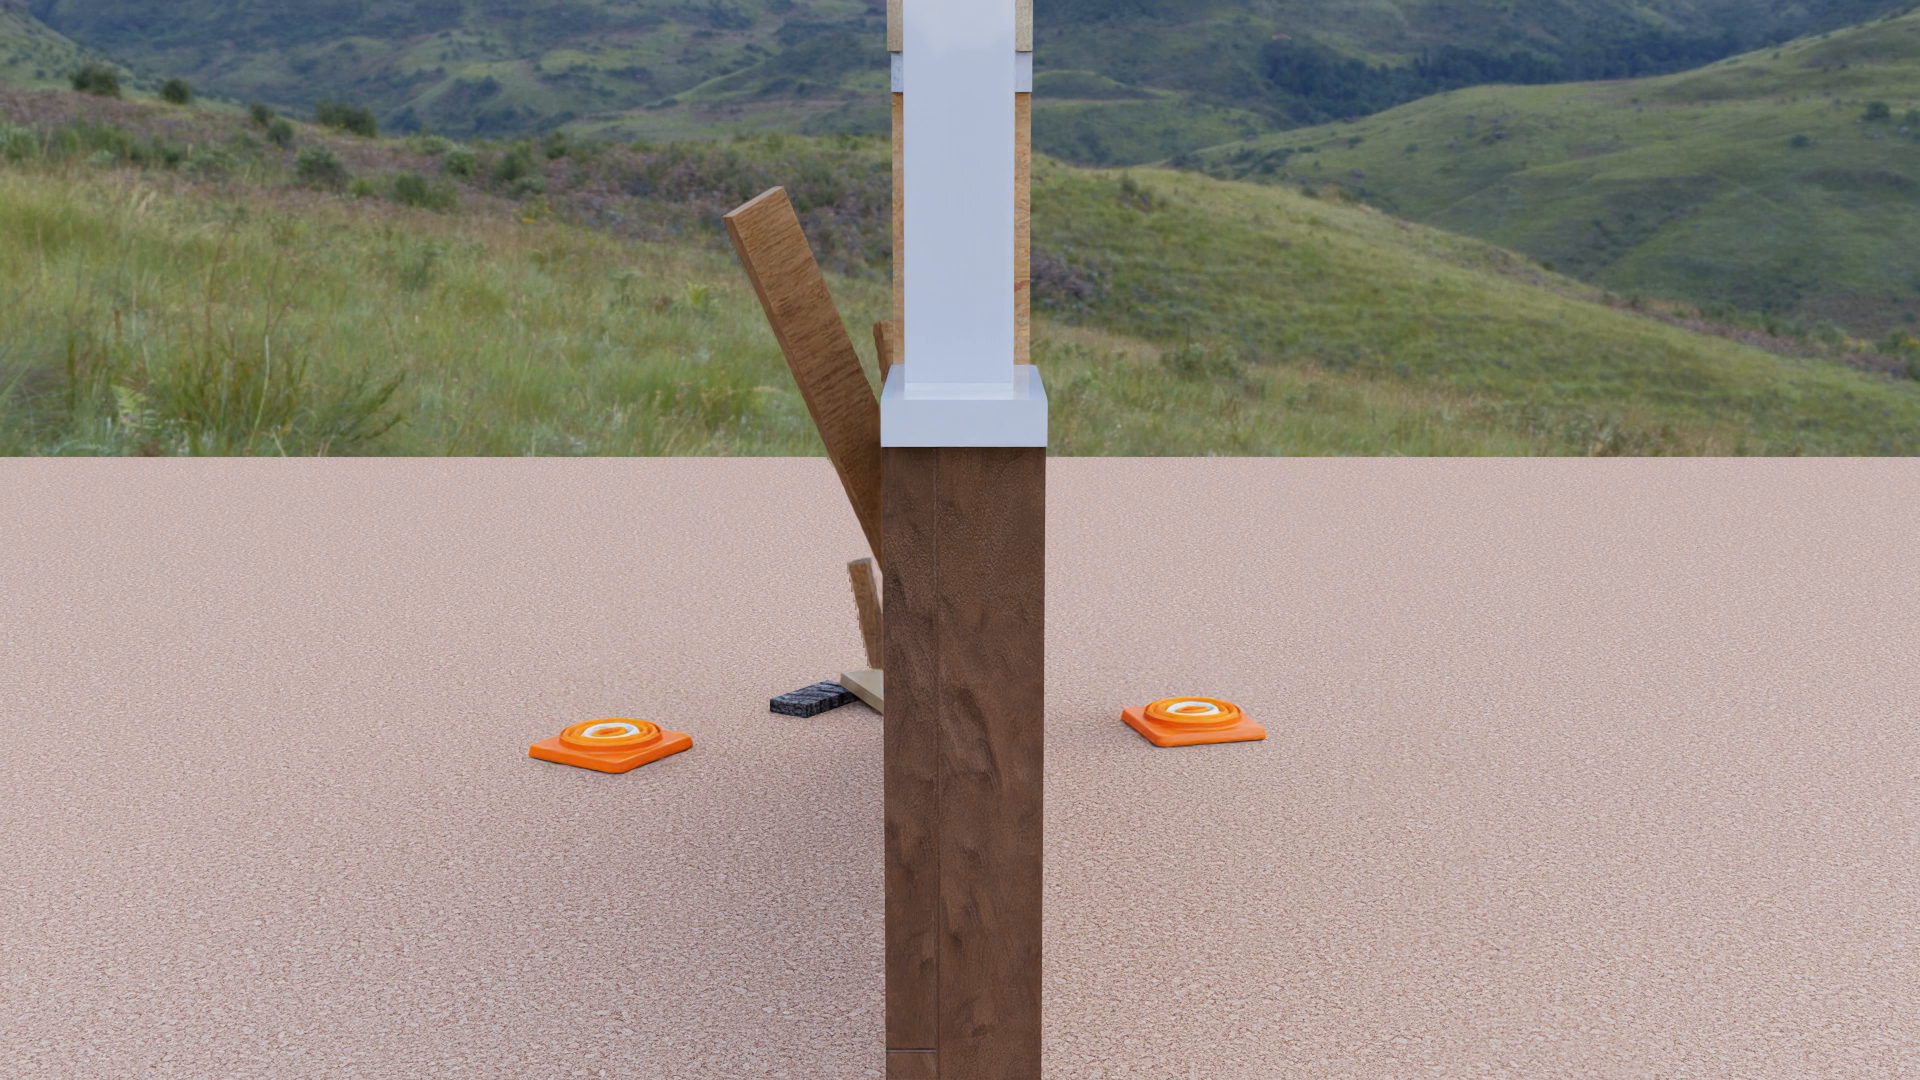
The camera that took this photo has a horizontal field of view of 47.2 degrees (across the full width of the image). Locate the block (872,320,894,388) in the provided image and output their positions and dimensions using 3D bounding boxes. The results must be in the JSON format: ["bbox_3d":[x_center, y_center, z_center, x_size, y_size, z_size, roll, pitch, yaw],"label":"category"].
[{"bbox_3d":[-0.042,-0.039,4.699,0.142,0.879,0.040,-9,-3,-30],"label":"block"}]

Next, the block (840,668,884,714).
[{"bbox_3d":[-0.170,0.337,4.861,0.101,0.029,0.202,-3,19,-34],"label":"block"}]

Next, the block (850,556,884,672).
[{"bbox_3d":[-0.203,0.183,5.066,0.039,0.275,0.138,-12,4,2],"label":"block"}]

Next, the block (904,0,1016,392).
[{"bbox_3d":[-0.001,-0.400,2.368,0.118,0.477,0.034,0,11,0],"label":"block"}]

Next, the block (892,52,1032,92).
[{"bbox_3d":[0.001,-0.608,2.876,0.173,0.049,0.346,0,11,0],"label":"block"}]

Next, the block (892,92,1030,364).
[{"bbox_3d":[0.002,-0.374,2.802,0.173,0.383,0.049,0,11,0],"label":"block"}]

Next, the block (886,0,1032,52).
[{"bbox_3d":[-0.001,-0.778,2.682,0.178,0.355,0.050,0,11,0],"label":"block"}]

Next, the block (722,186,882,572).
[{"bbox_3d":[-0.207,-0.187,4.733,0.138,1.195,0.039,-36,26,-27],"label":"block"}]

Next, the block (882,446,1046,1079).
[{"bbox_3d":[0.004,0.344,2.471,0.176,0.922,0.050,0,11,0],"label":"block"}]

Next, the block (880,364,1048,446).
[{"bbox_3d":[0.004,-0.156,2.498,0.176,0.050,0.353,0,11,0],"label":"block"}]

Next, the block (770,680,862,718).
[{"bbox_3d":[-0.318,0.352,4.871,0.101,0.029,0.203,7,13,34],"label":"block"}]
